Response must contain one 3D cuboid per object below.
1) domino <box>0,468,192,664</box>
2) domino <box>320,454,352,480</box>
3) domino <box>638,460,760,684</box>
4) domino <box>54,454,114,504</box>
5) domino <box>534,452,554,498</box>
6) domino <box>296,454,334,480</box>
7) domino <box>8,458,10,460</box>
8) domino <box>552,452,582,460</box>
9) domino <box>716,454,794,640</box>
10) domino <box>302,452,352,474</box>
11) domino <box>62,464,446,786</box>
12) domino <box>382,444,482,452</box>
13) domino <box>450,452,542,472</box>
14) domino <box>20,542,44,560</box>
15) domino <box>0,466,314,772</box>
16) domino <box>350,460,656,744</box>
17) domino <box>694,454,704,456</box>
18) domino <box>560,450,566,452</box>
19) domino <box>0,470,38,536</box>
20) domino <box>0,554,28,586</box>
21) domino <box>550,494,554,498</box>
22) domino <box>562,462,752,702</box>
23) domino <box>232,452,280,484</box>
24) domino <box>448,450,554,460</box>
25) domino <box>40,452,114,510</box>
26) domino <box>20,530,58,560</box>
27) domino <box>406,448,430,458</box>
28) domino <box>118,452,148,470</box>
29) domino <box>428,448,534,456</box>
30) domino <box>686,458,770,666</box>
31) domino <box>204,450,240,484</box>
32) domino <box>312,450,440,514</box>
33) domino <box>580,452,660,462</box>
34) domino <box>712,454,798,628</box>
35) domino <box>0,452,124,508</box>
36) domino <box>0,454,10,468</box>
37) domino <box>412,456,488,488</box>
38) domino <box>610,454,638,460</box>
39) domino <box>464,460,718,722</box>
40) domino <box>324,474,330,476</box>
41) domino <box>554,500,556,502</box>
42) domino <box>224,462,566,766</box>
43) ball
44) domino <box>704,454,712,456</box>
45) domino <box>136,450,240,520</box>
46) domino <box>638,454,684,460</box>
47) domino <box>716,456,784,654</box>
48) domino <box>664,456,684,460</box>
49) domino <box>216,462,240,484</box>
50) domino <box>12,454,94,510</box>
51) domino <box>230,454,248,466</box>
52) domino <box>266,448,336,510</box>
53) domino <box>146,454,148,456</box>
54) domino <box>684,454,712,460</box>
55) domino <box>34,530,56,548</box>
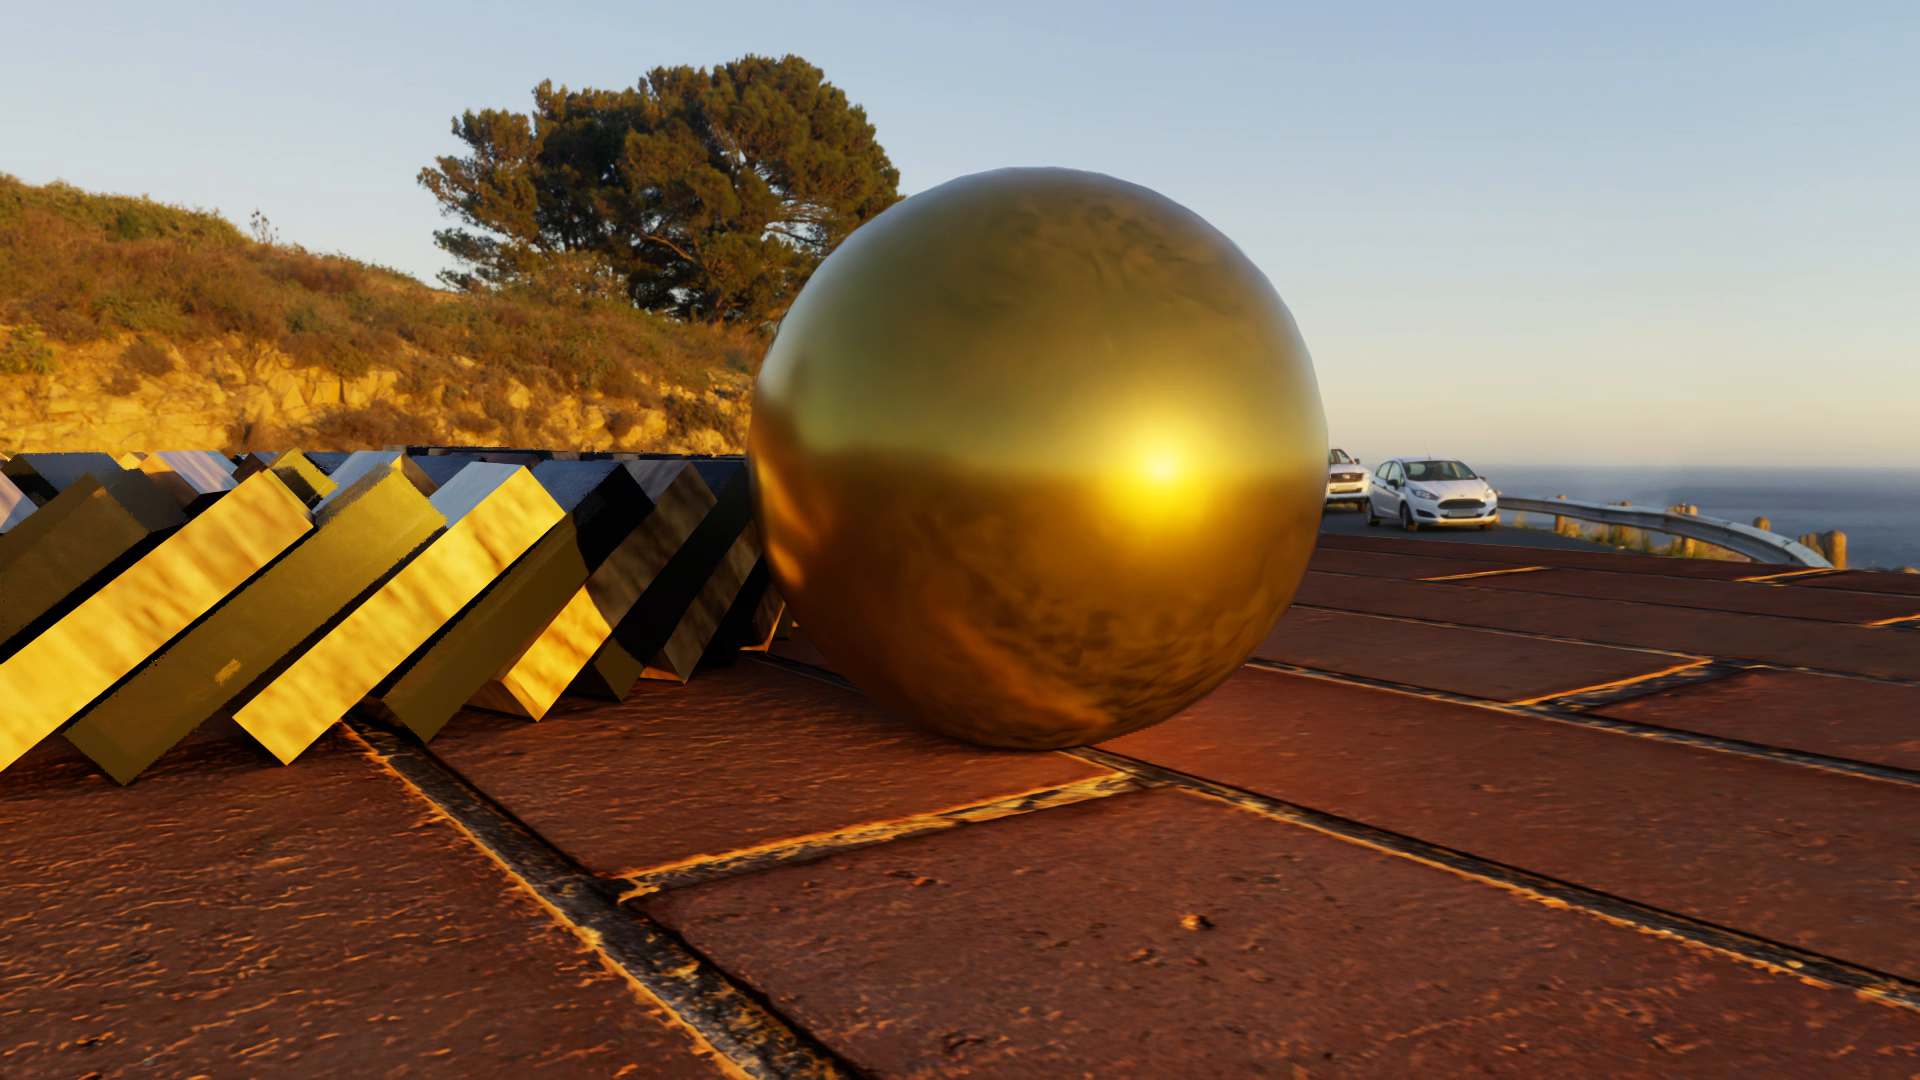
[{"bbox_3d":[-0.123,0.011,0.160,0.050,0.009,0.025,-42,17,-13],"label":"domino"},{"bbox_3d":[-0.205,-0.012,0.467,0.050,0.010,0.025,38,0,-7],"label":"domino"},{"bbox_3d":[-0.054,0.005,0.246,0.025,0.009,0.050,2,44,23],"label":"domino"},{"bbox_3d":[-0.279,-0.010,0.437,0.050,0.010,0.025,42,-17,-25],"label":"domino"},{"bbox_3d":[-0.140,-0.012,0.470,0.050,0.010,0.025,41,13,9],"label":"domino"},{"bbox_3d":[-0.221,-0.012,0.464,0.050,0.009,0.025,39,-2,-10],"label":"domino"},{"bbox_3d":[-0.255,-0.005,0.368,0.025,0.009,0.050,5,-35,51],"label":"domino"},{"bbox_3d":[-0.105,-0.007,0.389,0.025,0.010,0.050,-3,46,-45],"label":"domino"},{"bbox_3d":[-0.048,0.001,0.294,0.025,0.009,0.050,1,45,5],"label":"domino"},{"bbox_3d":[-0.185,-0.008,0.406,0.050,0.010,0.025,41,6,1],"label":"domino"},{"bbox_3d":[-0.096,0.010,0.177,0.050,0.009,0.025,-44,24,-19],"label":"domino"},{"bbox_3d":[-0.135,-0.004,0.336,0.025,0.009,0.050,-1,49,-31],"label":"domino"},{"bbox_3d":[-0.111,0.002,0.273,0.025,0.009,0.050,3,47,25],"label":"domino"},{"bbox_3d":[-0.312,-0.007,0.400,0.025,0.010,0.050,4,-33,41],"label":"domino"},{"bbox_3d":[-0.109,0.010,0.168,0.050,0.010,0.025,-44,21,-17],"label":"domino"},{"bbox_3d":[-0.073,0.008,0.201,0.025,0.009,0.050,5,47,44],"label":"domino"},{"bbox_3d":[-0.080,-0.010,0.447,0.050,0.010,0.025,47,29,25],"label":"domino"},{"bbox_3d":[-0.120,-0.007,0.396,0.050,0.010,0.025,48,26,21],"label":"domino"},{"bbox_3d":[-0.138,0.012,0.153,0.050,0.009,0.025,-41,13,-8],"label":"domino"},{"bbox_3d":[-0.274,-0.003,0.342,0.025,0.010,0.050,2,-37,37],"label":"domino"},{"bbox_3d":[-0.156,-0.012,0.472,0.050,0.009,0.025,40,9,4],"label":"domino"},{"bbox_3d":[-0.059,0.006,0.230,0.025,0.009,0.050,2,44,29],"label":"domino"},{"bbox_3d":[-0.201,-0.008,0.405,0.050,0.009,0.025,41,2,-3],"label":"domino"},{"bbox_3d":[-0.111,0.000,0.291,0.025,0.010,0.050,1,47,7],"label":"domino"},{"bbox_3d":[-0.244,-0.006,0.380,0.050,0.010,0.025,44,-18,-26],"label":"domino"},{"bbox_3d":[-0.266,-0.004,0.356,0.025,0.009,0.050,3,-36,45],"label":"domino"},{"bbox_3d":[-0.125,-0.002,0.322,0.025,0.010,0.050,-2,49,-21],"label":"domino"},{"bbox_3d":[-0.231,-0.007,0.389,0.050,0.010,0.025,43,-14,-21],"label":"domino"},{"bbox_3d":[-0.117,-0.001,0.308,0.025,0.010,0.050,-1,48,-9],"label":"domino"},{"bbox_3d":[-0.051,0.003,0.262,0.025,0.009,0.050,1,44,14],"label":"domino"},{"bbox_3d":[-0.216,-0.007,0.398,0.050,0.010,0.025,42,-6,-13],"label":"domino"},{"bbox_3d":[-0.125,0.004,0.243,0.025,0.009,0.050,5,49,46],"label":"domino"},{"bbox_3d":[-0.093,-0.006,0.379,0.025,0.010,0.050,-3,46,-39],"label":"domino"},{"bbox_3d":[-0.050,-0.001,0.310,0.025,0.009,0.050,0,45,-1],"label":"domino"},{"bbox_3d":[-0.163,0.006,0.212,0.050,0.009,0.025,-43,7,-2],"label":"domino"},{"bbox_3d":[-0.179,0.007,0.208,0.050,0.009,0.025,-42,1,6],"label":"domino"},{"bbox_3d":[-0.117,0.003,0.258,0.025,0.010,0.050,3,46,35],"label":"domino"},{"bbox_3d":[-0.082,-0.005,0.367,0.025,0.009,0.050,-2,45,-33],"label":"domino"},{"bbox_3d":[-0.065,0.007,0.215,0.025,0.009,0.050,3,46,36],"label":"domino"},{"bbox_3d":[-0.159,0.000,0.343,0.050,0.009,0.025,38,22,27],"label":"domino"},{"bbox_3d":[-0.137,-0.007,0.401,0.050,0.009,0.025,44,19,15],"label":"domino"},{"bbox_3d":[-0.084,0.009,0.188,0.050,0.009,0.025,-48,30,-24],"label":"domino"},{"bbox_3d":[0.010,-0.011,0.180,0.080,0.080,0.080,0,4,0],"label":"ball"},{"bbox_3d":[-0.067,-0.010,0.438,0.025,0.010,0.050,-5,45,-49],"label":"domino"},{"bbox_3d":[-0.148,0.006,0.217,0.050,0.009,0.025,-45,14,-7],"label":"domino"},{"bbox_3d":[-0.072,-0.004,0.354,0.025,0.010,0.050,-2,45,-27],"label":"domino"},{"bbox_3d":[-0.048,0.002,0.277,0.025,0.010,0.050,2,45,13],"label":"domino"},{"bbox_3d":[-0.063,-0.003,0.340,0.025,0.010,0.050,-2,44,-20],"label":"domino"},{"bbox_3d":[-0.251,-0.011,0.454,0.050,0.009,0.025,39,-8,-15],"label":"domino"},{"bbox_3d":[-0.292,-0.009,0.425,0.050,0.009,0.025,44,-22,-31],"label":"domino"},{"bbox_3d":[-0.236,-0.011,0.459,0.050,0.010,0.025,39,-5,-13],"label":"domino"},{"bbox_3d":[-0.135,0.005,0.228,0.050,0.010,0.025,-50,25,-18],"label":"domino"},{"bbox_3d":[-0.266,-0.011,0.446,0.050,0.009,0.025,40,-12,-20],"label":"domino"},{"bbox_3d":[-0.057,-0.002,0.326,0.025,0.010,0.050,-1,45,-14],"label":"domino"},{"bbox_3d":[-0.303,-0.008,0.413,0.025,0.010,0.050,4,-33,46],"label":"domino"}]
